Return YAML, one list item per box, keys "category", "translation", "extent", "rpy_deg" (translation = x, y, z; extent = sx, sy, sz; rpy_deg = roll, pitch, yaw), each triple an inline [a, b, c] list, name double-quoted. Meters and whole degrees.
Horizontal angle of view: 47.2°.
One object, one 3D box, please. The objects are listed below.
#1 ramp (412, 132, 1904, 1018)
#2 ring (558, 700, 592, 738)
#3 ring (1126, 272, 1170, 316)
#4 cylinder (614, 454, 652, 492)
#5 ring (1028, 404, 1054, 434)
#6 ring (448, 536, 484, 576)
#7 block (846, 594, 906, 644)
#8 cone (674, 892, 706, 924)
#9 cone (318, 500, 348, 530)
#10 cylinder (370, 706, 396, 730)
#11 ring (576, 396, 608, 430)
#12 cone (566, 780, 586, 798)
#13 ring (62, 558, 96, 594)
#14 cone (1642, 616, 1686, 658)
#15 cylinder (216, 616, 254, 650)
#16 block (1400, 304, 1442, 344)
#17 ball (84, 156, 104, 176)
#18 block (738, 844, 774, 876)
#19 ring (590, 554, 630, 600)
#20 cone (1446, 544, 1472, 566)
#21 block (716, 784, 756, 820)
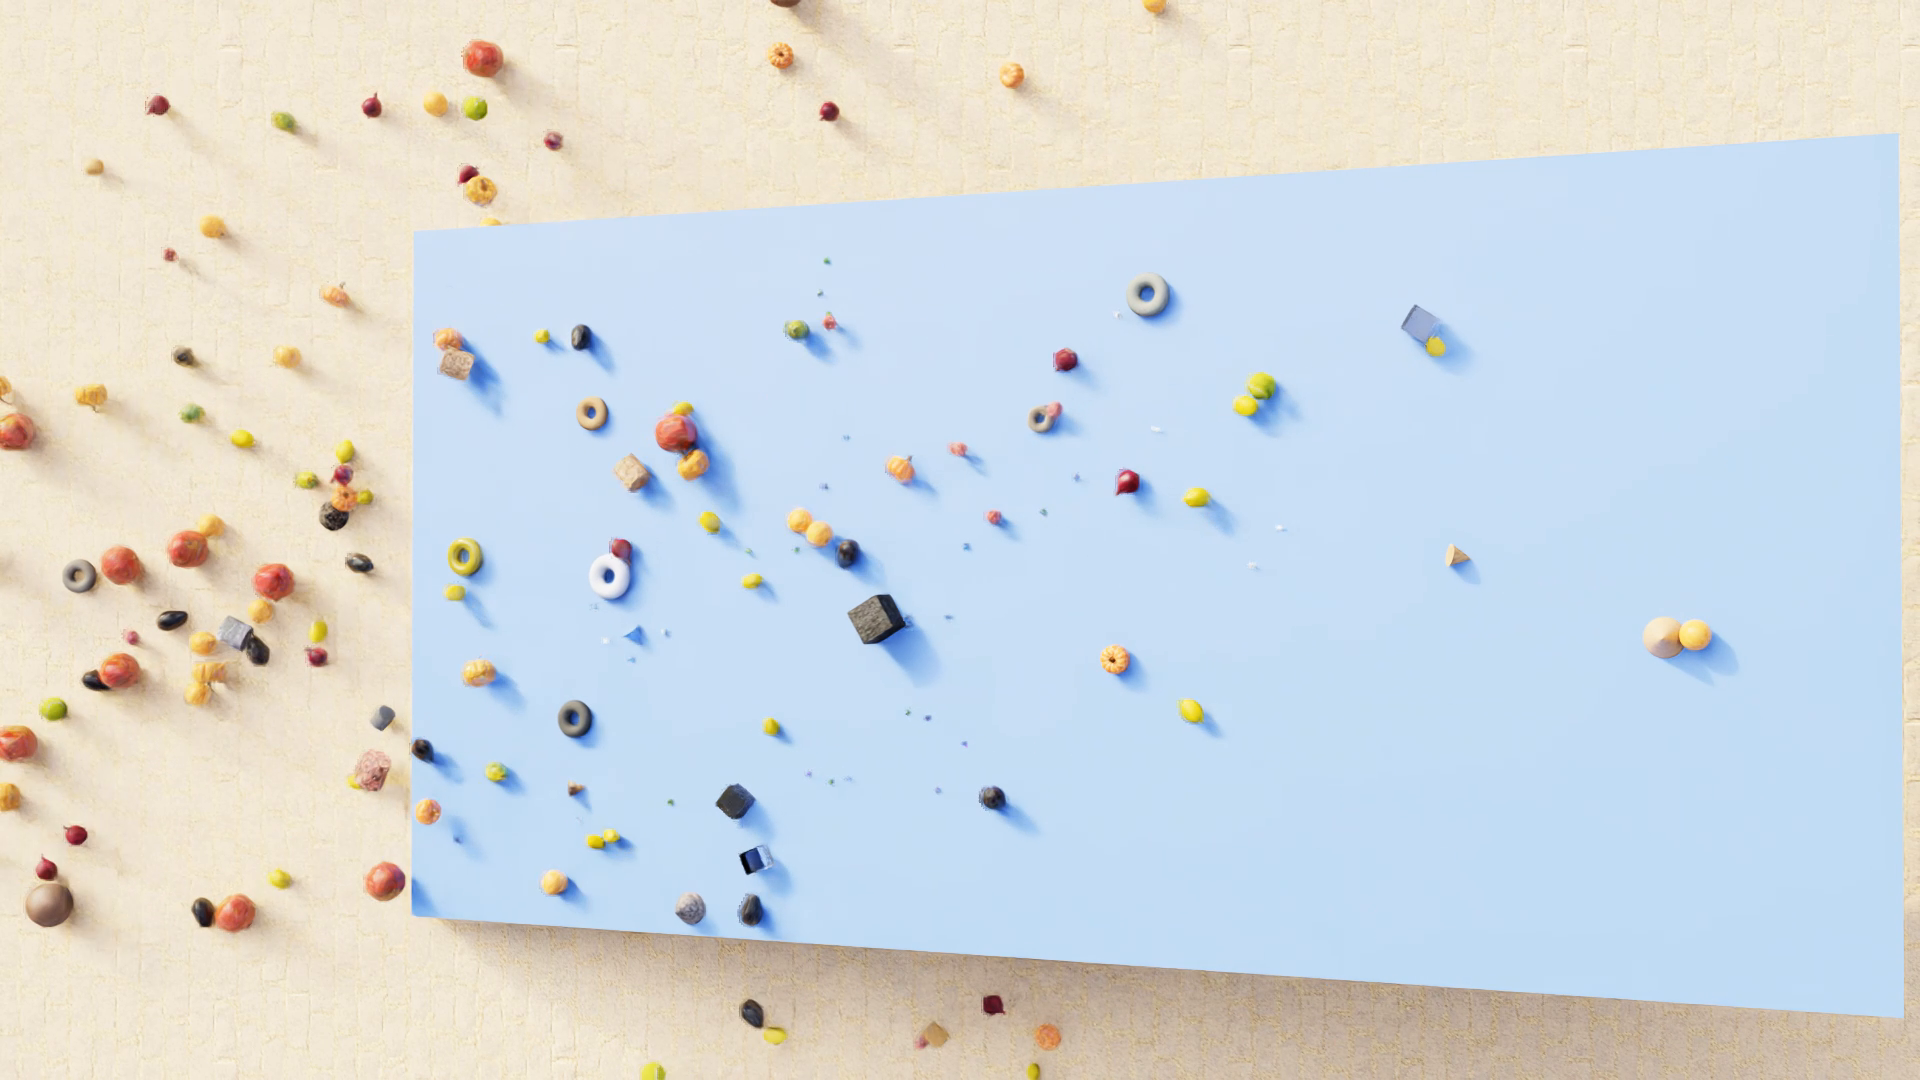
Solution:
- category: "ramp"
  translation: [0.282, 0.087, 5.743]
  extent: [4.000, 0.100, 2.000]
  rpy_deg: [0, 89, 21]
- category: "ring"
  translation: [-1.085, 0.504, 6.198]
  extent: [0.108, 0.036, 0.108]
  rpy_deg: [-1, 88, 22]
- category: "ring"
  translation: [0.479, -0.626, 5.601]
  extent: [0.115, 0.038, 0.115]
  rpy_deg: [0, 91, 21]
- category: "cylinder"
  translation: [-0.912, -0.187, 6.117]
  extent: [0.075, 0.075, 0.075]
  rpy_deg: [-40, 76, 0]
- category: "ring"
  translation: [0.210, -0.313, 5.709]
  extent: [0.075, 0.025, 0.075]
  rpy_deg: [0, 90, 20]
- category: "ring"
  translation: [-1.425, 0.048, 6.335]
  extent: [0.117, 0.039, 0.117]
  rpy_deg: [0, 90, 21]
- category: "block"
  translation: [-0.221, 0.210, 5.832]
  extent: [0.097, 0.097, 0.097]
  rpy_deg: [-33, 78, 18]
- category: "cone"
  translation: [-0.761, 1.016, 6.035]
  extent: [0.092, 0.092, 0.092]
  rpy_deg: [0, 89, 21]
- category: "cone"
  translation: [-1.857, -0.073, 6.473]
  extent: [0.090, 0.090, 0.090]
  rpy_deg: [0, 89, 0]
- category: "cylinder"
  translation: [-1.700, 0.524, 6.474]
  extent: [0.053, 0.053, 0.053]
  rpy_deg: [43, 120, 1]
- category: "ring"
  translation: [-1.036, -0.357, 6.192]
  extent: [0.098, 0.033, 0.098]
  rpy_deg: [0, 90, 21]
- category: "cone"
  translation: [-1.076, 0.698, 6.199]
  extent: [0.052, 0.052, 0.052]
  rpy_deg: [-12, 89, -17]
- category: "ring"
  translation: [-2.603, 0.107, 6.499]
  extent: [0.103, 0.034, 0.103]
  rpy_deg: [0, 87, 3]
- category: "cone"
  translation: [1.633, 0.228, 5.107]
  extent: [0.098, 0.098, 0.098]
  rpy_deg: [0, 89, 21]
- category: "cylinder"
  translation: [-2.134, 0.275, 6.475]
  extent: [0.077, 0.077, 0.077]
  rpy_deg: [26, 89, 0]
- category: "block"
  translation: [1.118, -0.523, 5.334]
  extent: [0.068, 0.068, 0.068]
  rpy_deg: [34, 101, 18]
- category: "ball"
  translation: [-2.562, -1.105, 6.503]
  extent: [0.056, 0.056, 0.056]
  rpy_deg: [0, 89, 0]
- category: "block"
  translation: [-0.552, 0.868, 5.972]
  extent: [0.060, 0.060, 0.060]
  rpy_deg: [-26, 80, 19]
- category: "ring"
  translation: [-0.980, 0.102, 6.159]
  extent: [0.128, 0.043, 0.128]
  rpy_deg: [-1, 88, 23]
- category: "cone"
  translation: [1.210, 0.041, 5.314]
  extent: [0.056, 0.056, 0.056]
  rpy_deg: [10, 89, -5]
- category: "block"
  translation: [-0.612, 0.714, 5.994]
  extent: [0.066, 0.066, 0.066]
  rpy_deg: [41, 103, 17]
